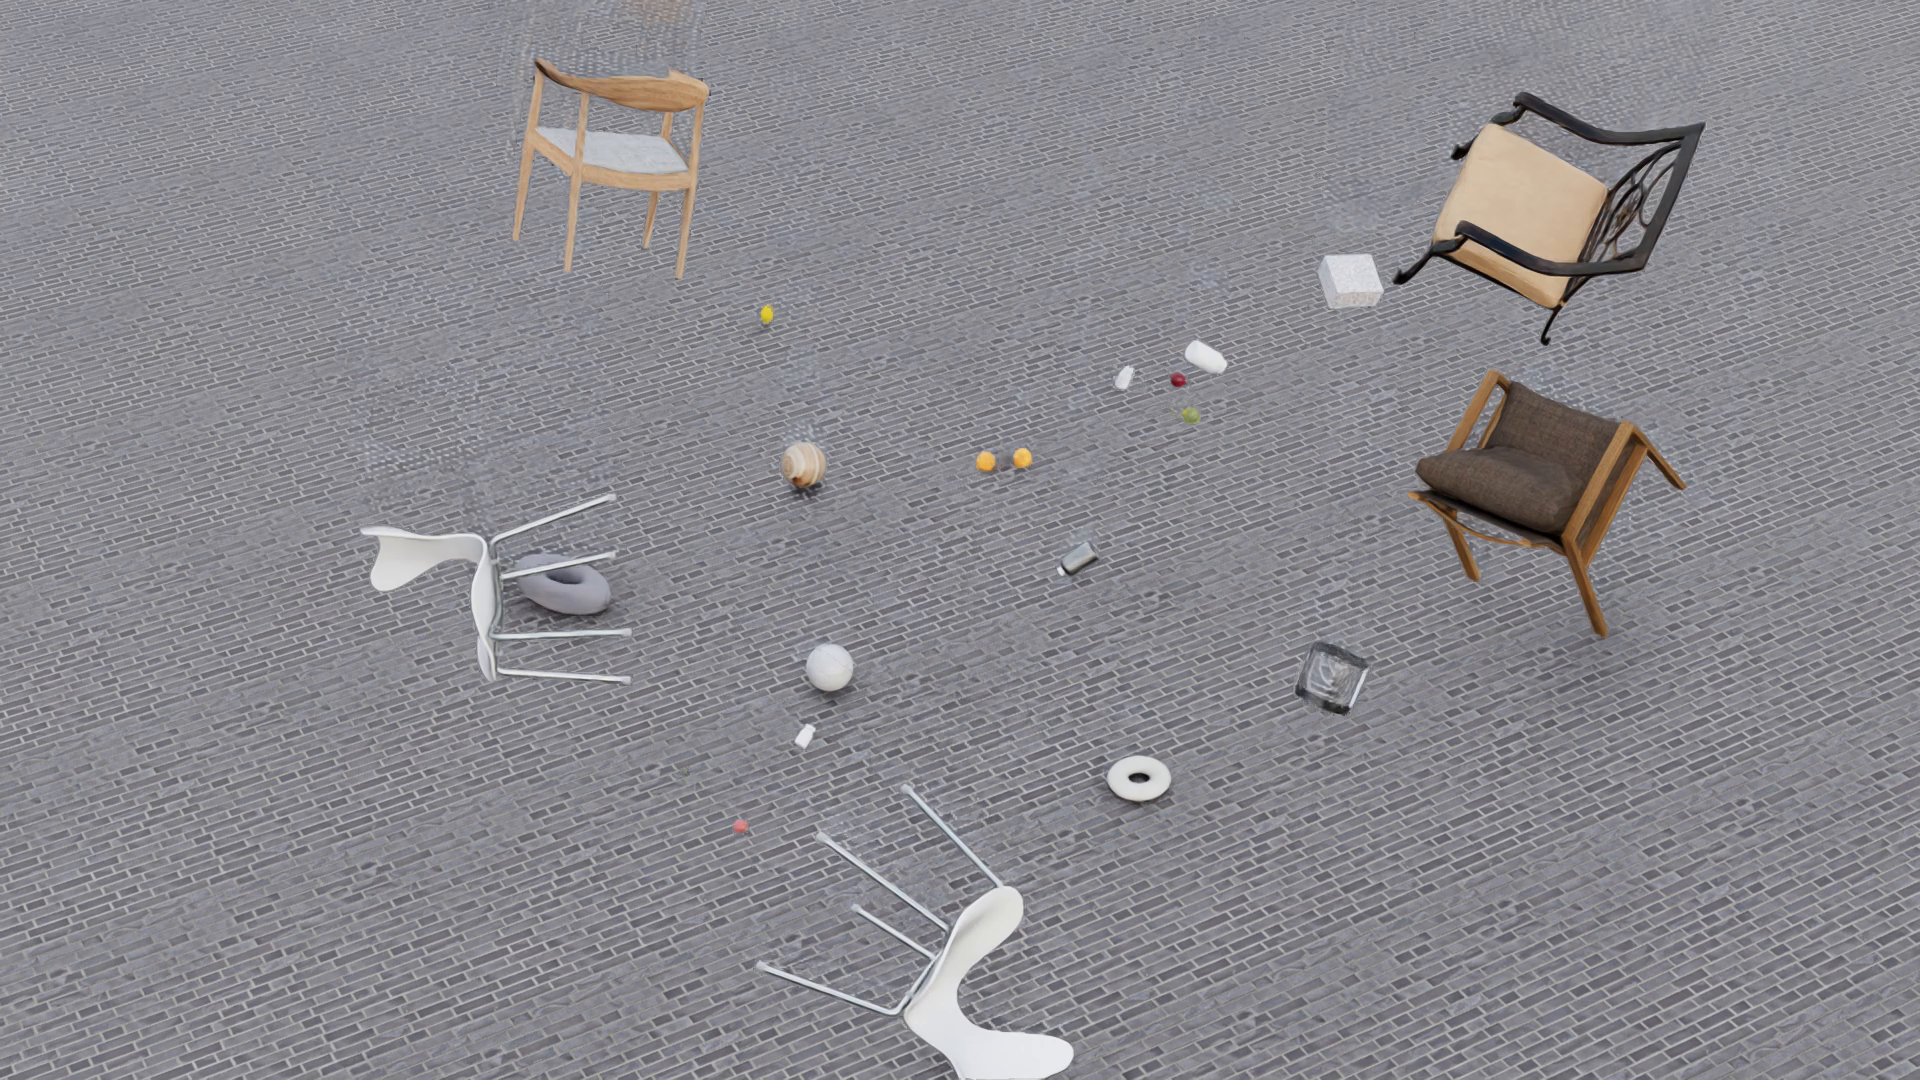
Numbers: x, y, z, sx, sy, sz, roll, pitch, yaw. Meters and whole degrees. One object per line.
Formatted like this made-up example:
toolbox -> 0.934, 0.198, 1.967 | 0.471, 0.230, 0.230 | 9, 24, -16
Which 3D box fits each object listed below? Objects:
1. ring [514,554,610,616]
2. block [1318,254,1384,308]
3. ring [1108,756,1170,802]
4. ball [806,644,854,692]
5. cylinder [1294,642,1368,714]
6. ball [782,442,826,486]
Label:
ring -> -1.435, 0.159, 10.582 | 0.388, 0.117, 0.226 | 21, 38, 18
block -> 1.467, -0.974, 11.020 | 0.187, 0.093, 0.175 | -3, 58, -17
ring -> 0.593, 0.789, 9.705 | 0.211, 0.046, 0.230 | 4, 33, 9
ball -> -0.450, 0.440, 10.127 | 0.164, 0.164, 0.164 | 0, 33, 0
cylinder -> 1.269, 0.472, 10.013 | 0.208, 0.171, 0.193 | 28, 18, 25
ball -> -0.599, -0.291, 11.230 | 0.172, 0.172, 0.172 | 0, 33, 0
